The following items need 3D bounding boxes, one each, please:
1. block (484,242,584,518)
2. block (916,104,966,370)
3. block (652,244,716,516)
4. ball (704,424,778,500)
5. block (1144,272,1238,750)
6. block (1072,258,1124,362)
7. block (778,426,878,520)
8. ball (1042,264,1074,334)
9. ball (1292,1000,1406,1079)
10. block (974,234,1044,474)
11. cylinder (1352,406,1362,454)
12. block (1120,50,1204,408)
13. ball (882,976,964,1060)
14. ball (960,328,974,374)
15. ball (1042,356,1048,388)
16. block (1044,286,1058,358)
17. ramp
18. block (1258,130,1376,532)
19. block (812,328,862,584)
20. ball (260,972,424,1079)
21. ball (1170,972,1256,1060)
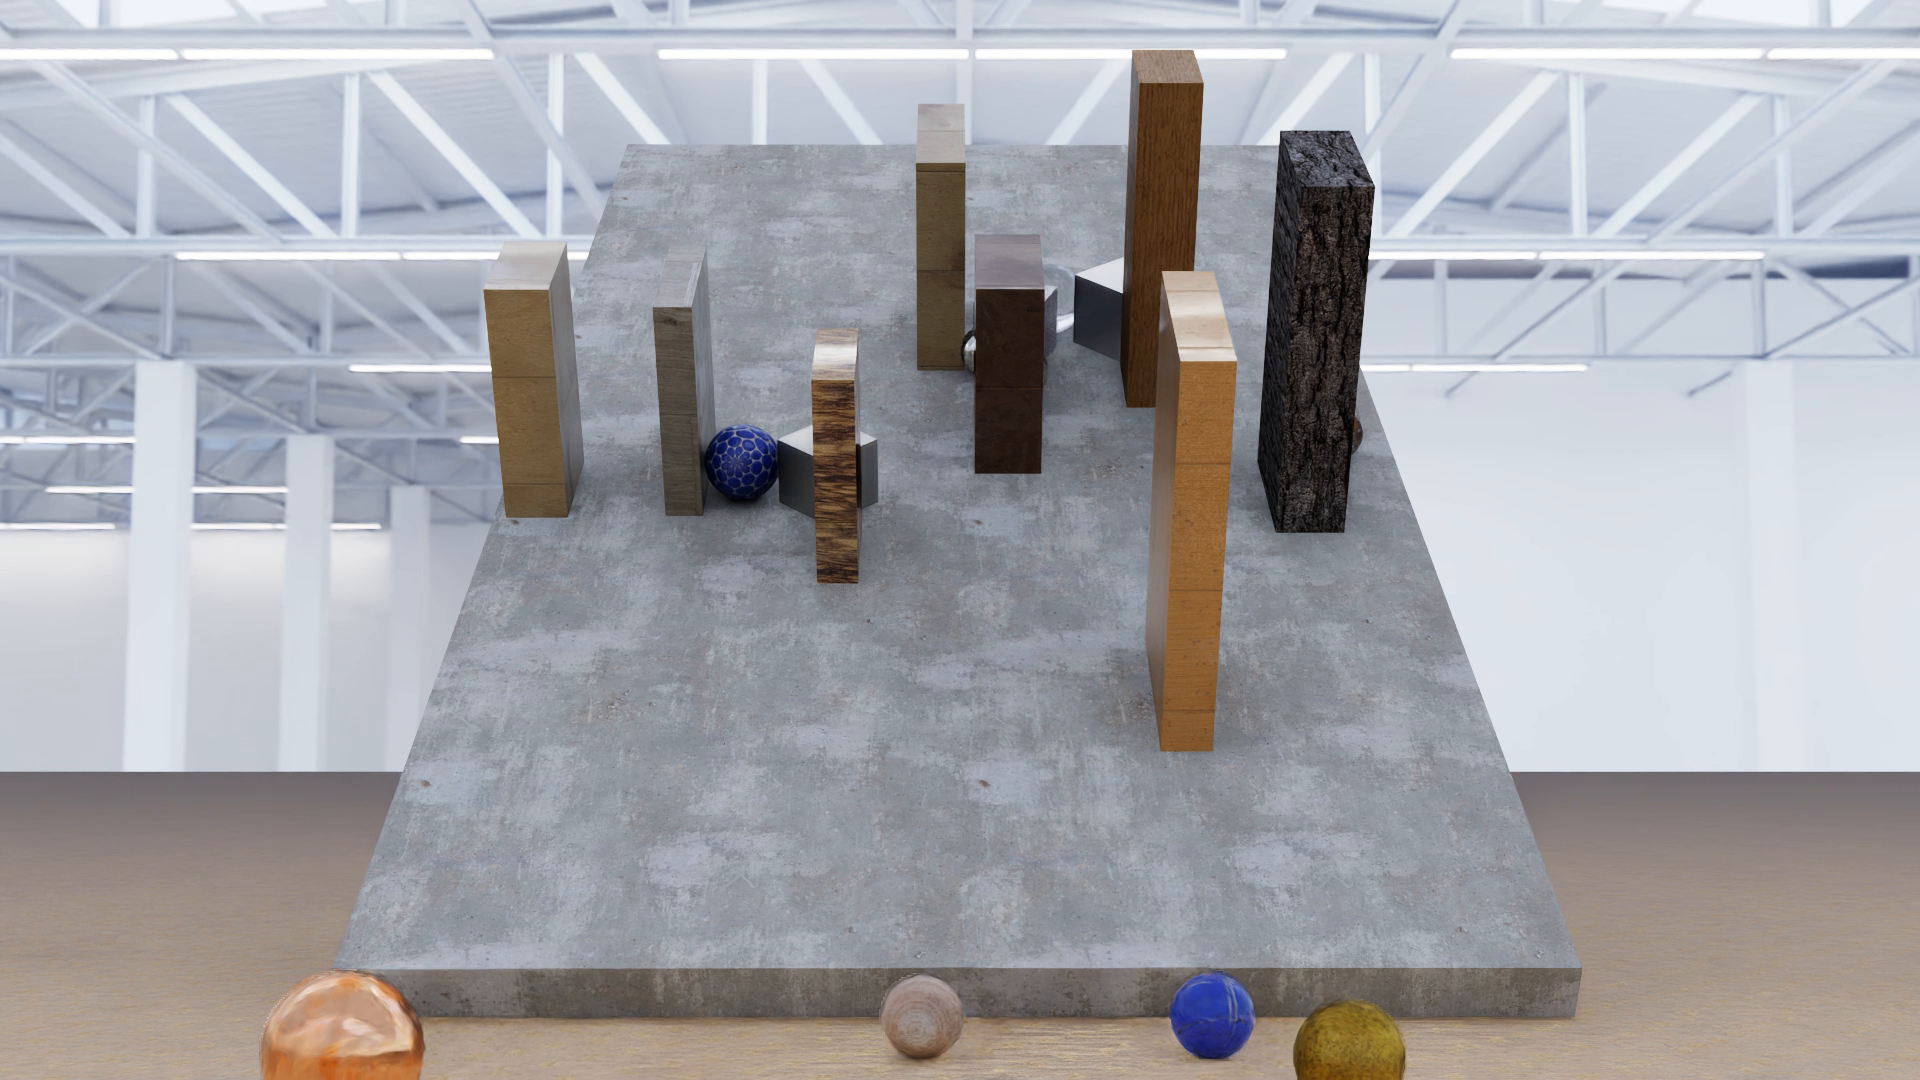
[{"bbox_3d":[-0.916,-0.347,5.171,0.134,0.532,0.271,0,28,0],"label":"block"},{"bbox_3d":[-0.047,-0.755,5.931,0.116,0.534,0.441,0,28,0],"label":"block"},{"bbox_3d":[-0.598,-0.351,5.226,0.080,0.489,0.352,0,28,0],"label":"block"},{"bbox_3d":[-0.475,-0.171,5.231,0.167,0.167,0.167,0,-5,0],"label":"ball"},{"bbox_3d":[0.415,-0.052,4.371,0.095,0.780,0.401,0,28,0],"label":"block"},{"bbox_3d":[0.413,-0.576,5.972,0.182,0.182,0.182,-23,36,-36],"label":"block"},{"bbox_3d":[-0.288,-0.151,5.210,0.153,0.153,0.153,25,37,38],"label":"block"},{"bbox_3d":[0.227,-0.609,6.037,0.177,0.177,0.177,0,-5,0],"label":"ball"},{"bbox_3d":[0.457,0.607,2.809,0.131,0.131,0.131,0,-5,0],"label":"ball"},{"bbox_3d":[0.108,-0.423,5.408,0.148,0.446,0.326,0,28,0],"label":"block"},{"bbox_3d":[0.848,-0.267,5.457,0.130,0.130,0.130,0,28,3],"label":"cylinder"},{"bbox_3d":[0.468,-0.724,5.603,0.143,0.794,0.252,0,28,0],"label":"block"},{"bbox_3d":[-0.052,0.664,3.328,0.114,0.114,0.114,0,-5,0],"label":"ball"},{"bbox_3d":[0.070,-0.458,5.799,0.137,0.137,0.137,0,-5,0],"label":"ball"},{"bbox_3d":[0.137,-0.403,5.687,0.146,0.146,0.146,0,-5,0],"label":"ball"},{"bbox_3d":[0.137,-0.533,5.912,0.162,0.162,0.162,10,30,18],"label":"block"},{"bbox_3d":[-0.012,-0.221,5.608,2.000,0.100,4.000,0,28,0],"label":"ramp"},{"bbox_3d":[0.751,-0.441,5.094,0.147,0.781,0.346,0,28,0],"label":"block"},{"bbox_3d":[-0.252,-0.173,4.930,0.084,0.459,0.255,0,28,0],"label":"block"},{"bbox_3d":[-0.687,0.571,2.666,0.177,0.177,0.177,0,-5,0],"label":"ball"},{"bbox_3d":[0.351,0.663,3.329,0.118,0.118,0.118,0,-5,0],"label":"ball"}]
